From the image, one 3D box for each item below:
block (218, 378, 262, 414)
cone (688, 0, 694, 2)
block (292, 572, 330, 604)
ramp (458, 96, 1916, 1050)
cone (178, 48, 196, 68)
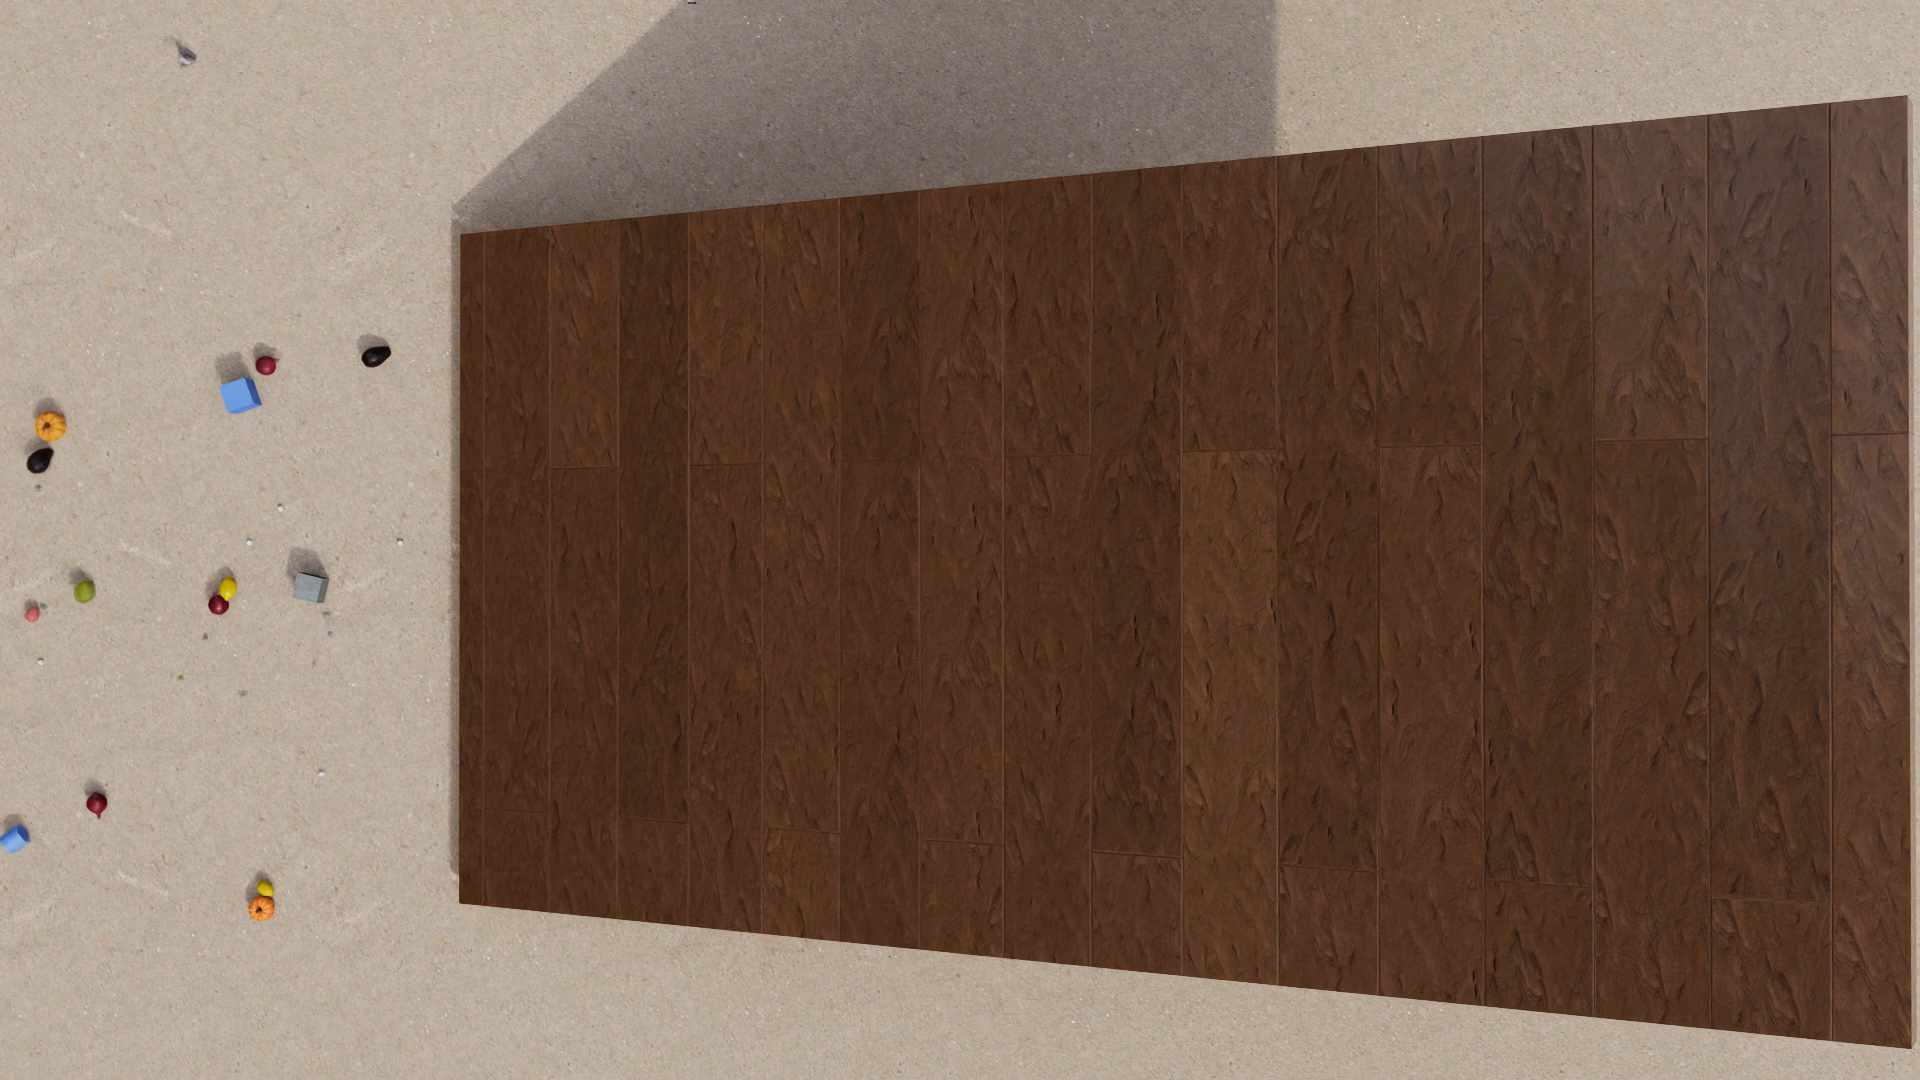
[{"bbox_3d":[-2.167,-0.434,6.623,0.082,0.082,0.082,-19,89,0],"label":"block"},{"bbox_3d":[-0.838,-1.679,6.659,0.078,0.078,0.078,26,89,27],"label":"cone"},{"bbox_3d":[-1.954,0.144,6.620,0.076,0.076,0.076,14,89,0],"label":"block"},{"bbox_3d":[0.272,0.075,5.634,4.000,0.100,2.000,0,89,29],"label":"ramp"},{"bbox_3d":[-2.355,-1.450,6.660,0.060,0.060,0.060,46,116,0],"label":"cone"}]
